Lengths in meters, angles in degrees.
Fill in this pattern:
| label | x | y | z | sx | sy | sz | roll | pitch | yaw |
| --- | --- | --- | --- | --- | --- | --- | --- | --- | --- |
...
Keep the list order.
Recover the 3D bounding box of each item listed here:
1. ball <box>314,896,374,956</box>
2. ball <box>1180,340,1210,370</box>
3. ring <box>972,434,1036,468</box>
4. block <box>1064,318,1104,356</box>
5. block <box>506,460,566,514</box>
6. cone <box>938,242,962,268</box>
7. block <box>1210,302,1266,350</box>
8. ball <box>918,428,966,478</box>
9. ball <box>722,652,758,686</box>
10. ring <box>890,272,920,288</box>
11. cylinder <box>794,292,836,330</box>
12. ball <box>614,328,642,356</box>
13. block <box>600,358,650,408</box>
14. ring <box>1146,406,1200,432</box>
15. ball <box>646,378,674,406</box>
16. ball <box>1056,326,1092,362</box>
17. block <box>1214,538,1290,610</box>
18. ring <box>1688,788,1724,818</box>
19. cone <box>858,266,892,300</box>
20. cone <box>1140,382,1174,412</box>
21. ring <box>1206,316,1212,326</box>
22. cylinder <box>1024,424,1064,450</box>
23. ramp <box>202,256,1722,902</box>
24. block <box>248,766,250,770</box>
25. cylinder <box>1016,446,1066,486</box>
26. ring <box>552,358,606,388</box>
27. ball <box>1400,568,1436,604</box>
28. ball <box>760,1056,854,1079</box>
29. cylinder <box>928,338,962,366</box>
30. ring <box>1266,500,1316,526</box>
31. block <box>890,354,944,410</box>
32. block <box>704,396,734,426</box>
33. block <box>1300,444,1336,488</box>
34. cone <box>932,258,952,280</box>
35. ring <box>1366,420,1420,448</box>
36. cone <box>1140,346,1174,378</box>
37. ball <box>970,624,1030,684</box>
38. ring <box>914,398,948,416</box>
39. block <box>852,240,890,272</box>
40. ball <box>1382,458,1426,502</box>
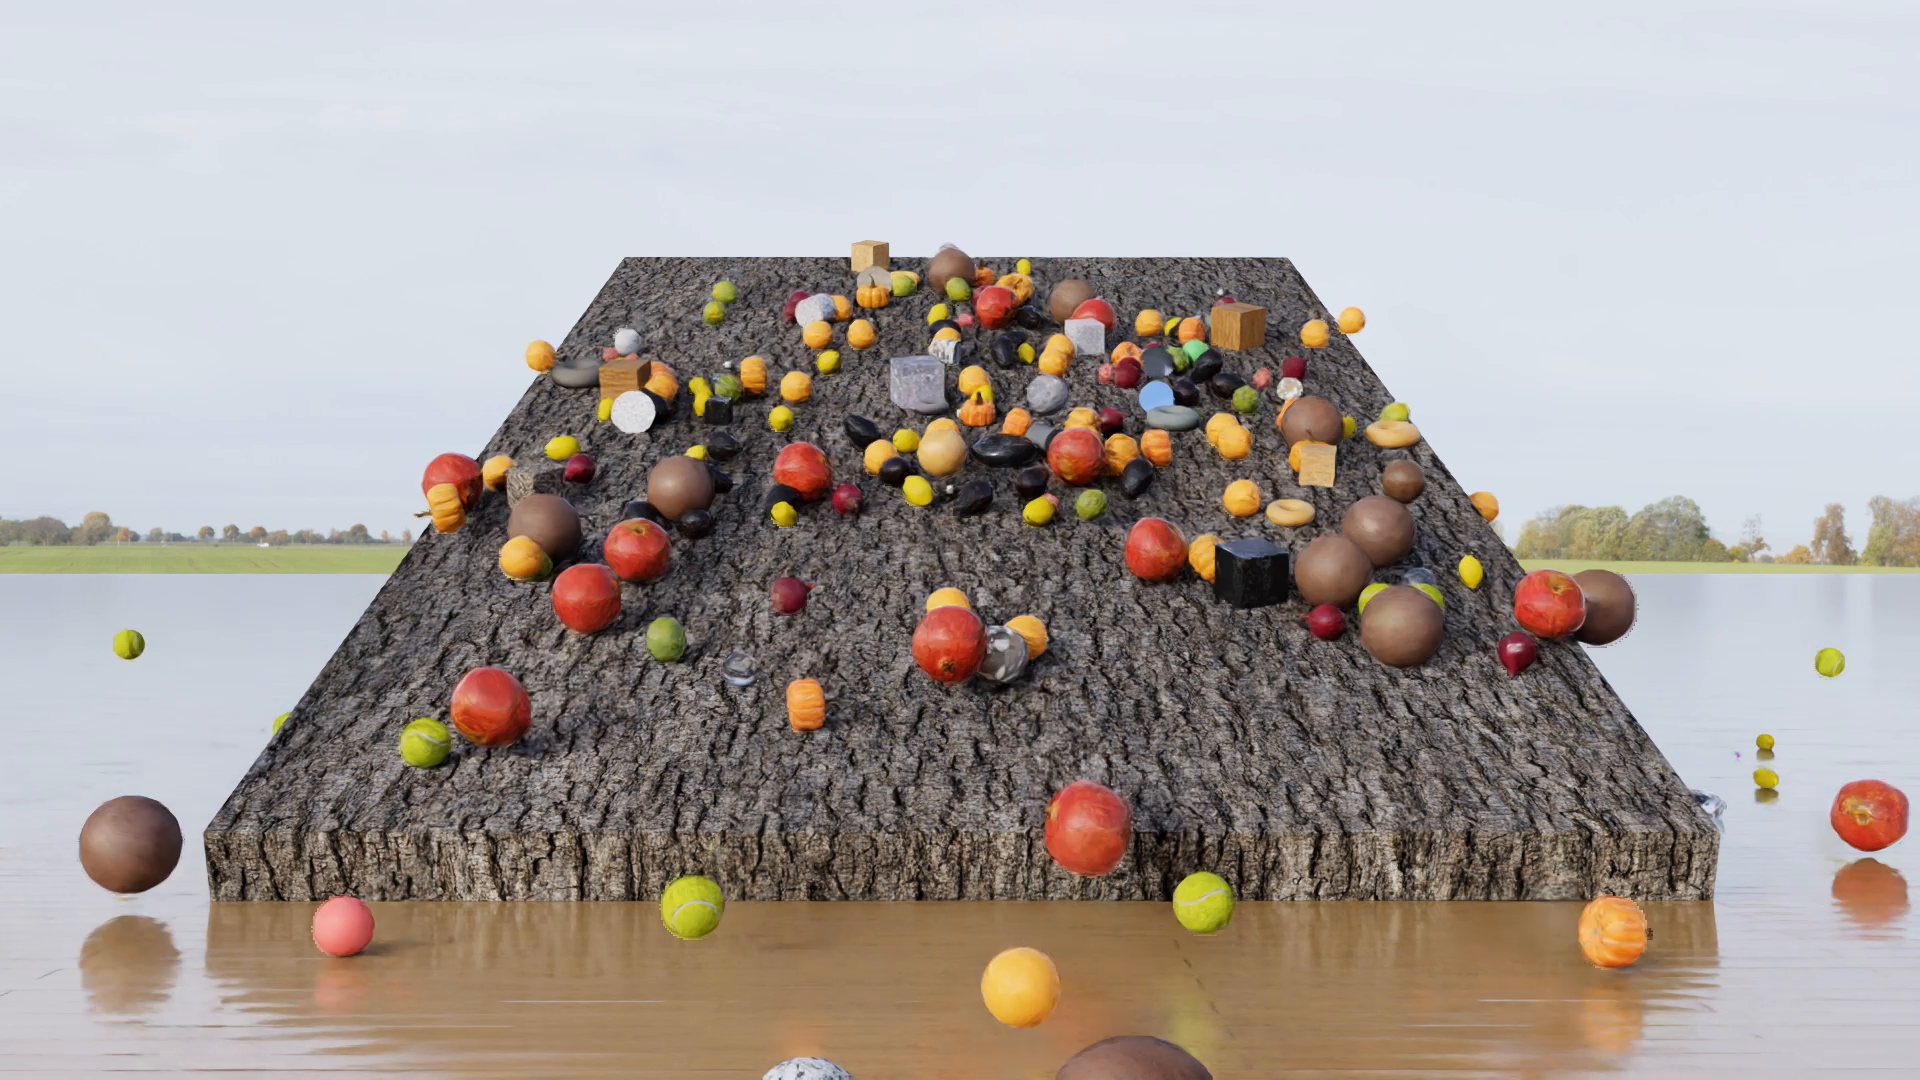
| label | x | y | z | sx | sy | sz | roll | pitch | yaw |
| --- | --- | --- | --- | --- | --- | --- | --- | --- | --- |
| ball | -0.704 | 0.442 | 2.560 | 0.067 | 0.067 | 0.067 | 0 | -1 | 0 |
| ball | 0.567 | -0.447 | 5.390 | 0.070 | 0.070 | 0.070 | 0 | -1 | 0 |
| ring | 0.092 | -0.184 | 4.621 | 0.139 | 0.046 | 0.139 | 1 | 17 | 0 |
| block | 0.309 | -0.503 | 5.553 | 0.076 | 0.076 | 0.076 | -6 | 19 | -18 |
| block | -0.817 | -0.102 | 4.313 | 0.079 | 0.079 | 0.079 | 14 | 23 | 36 |
| cone | -0.049 | -0.831 | 6.623 | 0.078 | 0.078 | 0.078 | 0 | -12 | -30 |
| block | 0.699 | -0.538 | 5.628 | 0.096 | 0.096 | 0.096 | -16 | 24 | -40 |
| ball | -0.035 | -0.170 | 4.368 | 0.096 | 0.096 | 0.096 | 0 | -1 | 0 |
| ball | -0.338 | 0.198 | 3.435 | 0.053 | 0.053 | 0.053 | 0 | -1 | 0 |
| ring | -0.164 | -0.738 | 6.342 | 0.101 | 0.034 | 0.101 | 1 | 19 | 0 |
| cylinder | -0.376 | -0.596 | 5.827 | 0.080 | 0.080 | 0.080 | -1 | 29 | 36 |
| ball | -0.818 | -0.487 | 5.512 | 0.067 | 0.067 | 0.067 | 0 | -1 | 0 |
| block | -0.758 | -0.355 | 5.071 | 0.090 | 0.090 | 0.090 | 3 | 18 | 10 |
| ring | 0.465 | -0.266 | 4.886 | 0.115 | 0.038 | 0.115 | 1 | 17 | 0 |
| ball | -0.678 | -0.331 | 5.042 | 0.063 | 0.063 | 0.063 | 0 | -1 | 0 |
| ball | 0.277 | -0.478 | 5.439 | 0.089 | 0.089 | 0.089 | 0 | -1 | 0 |
| block | 0.496 | 0.057 | 3.810 | 0.090 | 0.090 | 0.090 | -8 | 20 | -23 |
| ring | 1.288 | 0.470 | 3.984 | 0.139 | 0.046 | 0.139 | 1 | -1 | 0 |
| cone | -0.243 | -0.702 | 6.214 | 0.097 | 0.097 | 0.097 | 0 | -9 | -9 |
| cone | 0.443 | -0.311 | 5.029 | 0.077 | 0.077 | 0.077 | 0 | -9 | 6 |
| ring | 0.680 | -0.571 | 5.842 | 0.080 | 0.027 | 0.080 | 1 | 18 | 0 |
| cylinder | 0.176 | -0.208 | 4.673 | 0.059 | 0.059 | 0.059 | 18 | 12 | 43 |
| ramp | -0.004 | -0.187 | 4.864 | 2.000 | 0.100 | 4.000 | 0 | 18 | 0 |
| block | -1.324 | 0.464 | 4.307 | 0.064 | 0.064 | 0.064 | 0 | 0 | 11 |
| cylinder | 0.161 | -0.133 | 4.509 | 0.099 | 0.099 | 0.099 | 5 | -3 | 0 |
| ring | -0.889 | -0.391 | 5.250 | 0.139 | 0.046 | 0.139 | 0 | 20 | 0 |
| ball | 0.778 | 0.077 | 3.799 | 0.060 | 0.060 | 0.060 | 0 | -1 | 0 |
| ball | -0.111 | 0.420 | 1.626 | 0.088 | 0.088 | 0.088 | 0 | -1 | 0 |
| cylinder | -0.036 | -0.454 | 5.422 | 0.062 | 0.062 | 0.062 | 7 | 2 | 19 |
| ring | 0.626 | -0.051 | 4.238 | 0.094 | 0.031 | 0.094 | 0 | 22 | 0 |
| block | -0.097 | -0.357 | 5.066 | 0.098 | 0.098 | 0.098 | -6 | 19 | -17 |
| block | -0.529 | -0.284 | 4.917 | 0.051 | 0.051 | 0.051 | 2 | 18 | 7 |
| block | 0.718 | -0.150 | 4.483 | 0.068 | 0.068 | 0.068 | 4 | 18 | 11 |
| cone | -0.064 | -0.770 | 6.444 | 0.065 | 0.065 | 0.065 | 0 | -11 | -28 |
| ring | 0.921 | -0.225 | 4.761 | 0.117 | 0.039 | 0.117 | -1 | 19 | 0 |
| cone | 0.465 | -0.415 | 5.346 | 0.080 | 0.080 | 0.080 | 0 | -9 | -4 |
| ball | 0.060 | 0.177 | 3.439 | 0.092 | 0.092 | 0.092 | 0 | -1 | 0 |
| ring | -0.064 | -0.298 | 5.001 | 0.078 | 0.026 | 0.078 | -1 | 18 | 0 |
| block | -0.262 | -0.830 | 6.548 | 0.079 | 0.079 | 0.079 | 12 | 22 | 33 |
| ball | 0.863 | -0.115 | 4.348 | 0.086 | 0.086 | 0.086 | 0 | -1 | 0 |
